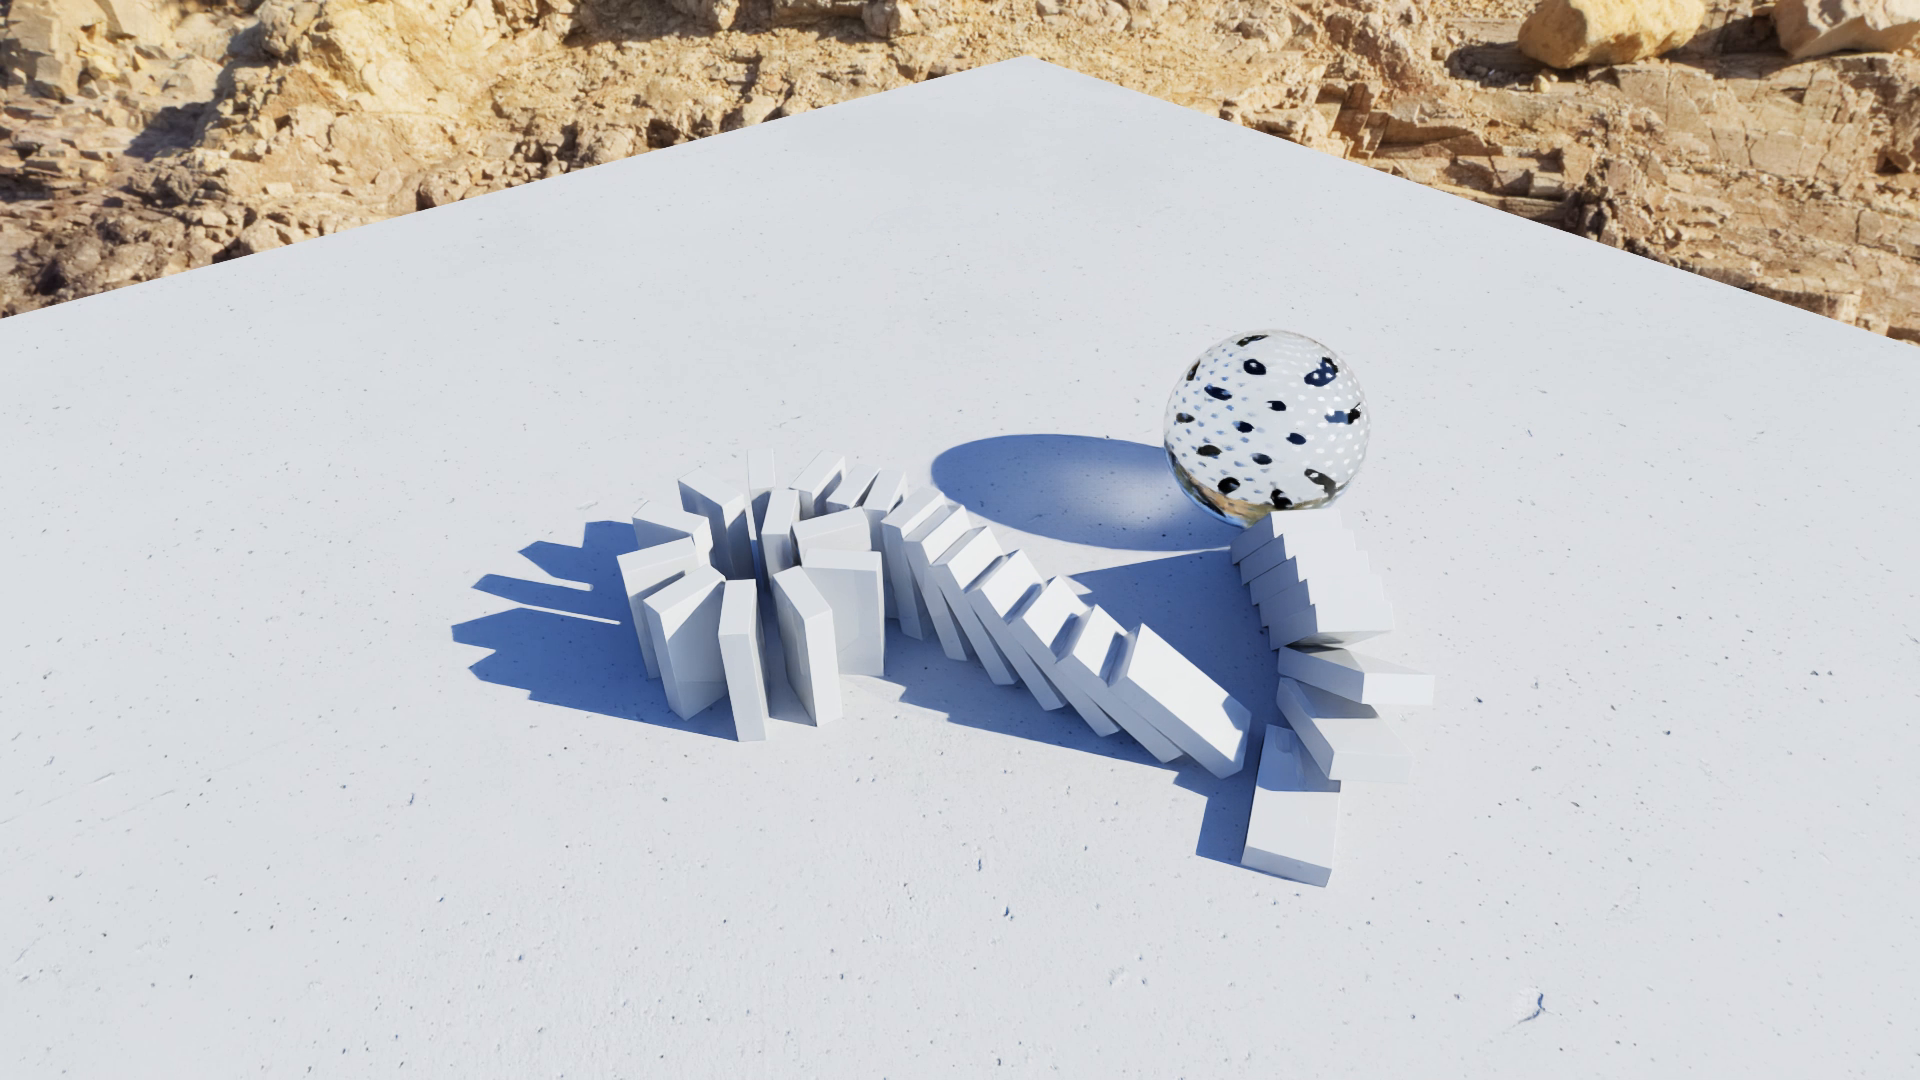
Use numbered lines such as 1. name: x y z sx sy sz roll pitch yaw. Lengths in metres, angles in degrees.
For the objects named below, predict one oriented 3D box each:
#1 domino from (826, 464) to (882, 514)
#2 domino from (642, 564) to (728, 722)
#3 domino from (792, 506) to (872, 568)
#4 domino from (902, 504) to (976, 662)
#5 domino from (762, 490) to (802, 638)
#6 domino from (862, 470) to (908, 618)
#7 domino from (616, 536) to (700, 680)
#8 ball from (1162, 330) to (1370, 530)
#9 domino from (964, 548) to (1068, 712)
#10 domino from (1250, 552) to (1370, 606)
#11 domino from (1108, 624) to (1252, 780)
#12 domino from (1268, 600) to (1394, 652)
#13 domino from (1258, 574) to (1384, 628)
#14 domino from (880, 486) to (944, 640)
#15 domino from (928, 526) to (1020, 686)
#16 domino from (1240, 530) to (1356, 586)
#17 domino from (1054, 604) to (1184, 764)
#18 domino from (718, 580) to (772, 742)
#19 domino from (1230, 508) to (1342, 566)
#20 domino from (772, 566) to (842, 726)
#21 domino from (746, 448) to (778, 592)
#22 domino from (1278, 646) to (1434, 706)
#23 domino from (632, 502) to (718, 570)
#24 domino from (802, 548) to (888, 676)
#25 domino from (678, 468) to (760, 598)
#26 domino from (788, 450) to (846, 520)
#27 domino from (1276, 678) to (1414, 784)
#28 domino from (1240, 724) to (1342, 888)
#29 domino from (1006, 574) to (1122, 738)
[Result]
1. domino: -0.037 -0.001 0.412 0.009 0.050 0.025 12 41 20
2. domino: -0.089 0.035 0.369 0.010 0.050 0.025 31 49 32
3. domino: -0.044 0.013 0.395 0.025 0.050 0.010 -15 42 -13
4. domino: -0.002 0.015 0.393 0.009 0.050 0.025 3 33 40
5. domino: -0.062 0.009 0.400 0.010 0.050 0.025 0 39 1
6. domino: -0.026 0.002 0.408 0.010 0.050 0.025 5 38 12
7. domino: -0.101 0.024 0.382 0.025 0.050 0.009 -16 42 -19
8. ball: 0.122 -0.044 0.441 0.080 0.080 0.080 0 39 0
9. domino: 0.025 0.031 0.379 0.009 0.050 0.025 -24 15 49
10. domino: 0.125 0.015 0.397 0.025 0.050 0.009 -3 78 -4
11. domino: 0.072 0.052 0.358 0.050 0.009 0.025 39 42 -10
12. domino: 0.126 0.030 0.378 0.025 0.050 0.009 -2 77 -2
13. domino: 0.126 0.022 0.388 0.025 0.050 0.010 -3 78 -4
14. domino: -0.014 0.009 0.400 0.010 0.050 0.025 16 41 32
15. domino: 0.011 0.023 0.386 0.009 0.050 0.025 -11 24 46
16. domino: 0.124 0.007 0.407 0.025 0.050 0.009 -3 78 -4
17. domino: 0.056 0.047 0.363 0.050 0.010 0.025 42 44 -8
18. domino: -0.070 0.040 0.362 0.009 0.050 0.025 -3 39 -3
19. domino: 0.122 -0.001 0.416 0.025 0.050 0.010 -3 78 -4
20. domino: -0.051 0.036 0.368 0.009 0.050 0.025 -21 44 -23
21. domino: -0.073 -0.007 0.420 0.010 0.050 0.025 -7 40 -8
22. domino: 0.130 0.044 0.365 0.025 0.010 0.050 3 4 -14
23. domino: -0.101 0.011 0.398 0.025 0.050 0.009 14 41 17
24. domino: -0.039 0.026 0.380 0.025 0.050 0.009 3 39 3
25. domino: -0.090 0.000 0.411 0.025 0.050 0.010 28 47 30
26. domino: -0.052 -0.006 0.419 0.010 0.050 0.025 15 42 17
27. domino: 0.123 0.060 0.354 0.025 0.010 0.050 4 19 -4
28. domino: 0.105 0.082 0.344 0.025 0.010 0.050 13 41 15
29. domino: 0.040 0.039 0.372 0.050 0.010 0.025 50 49 -6
